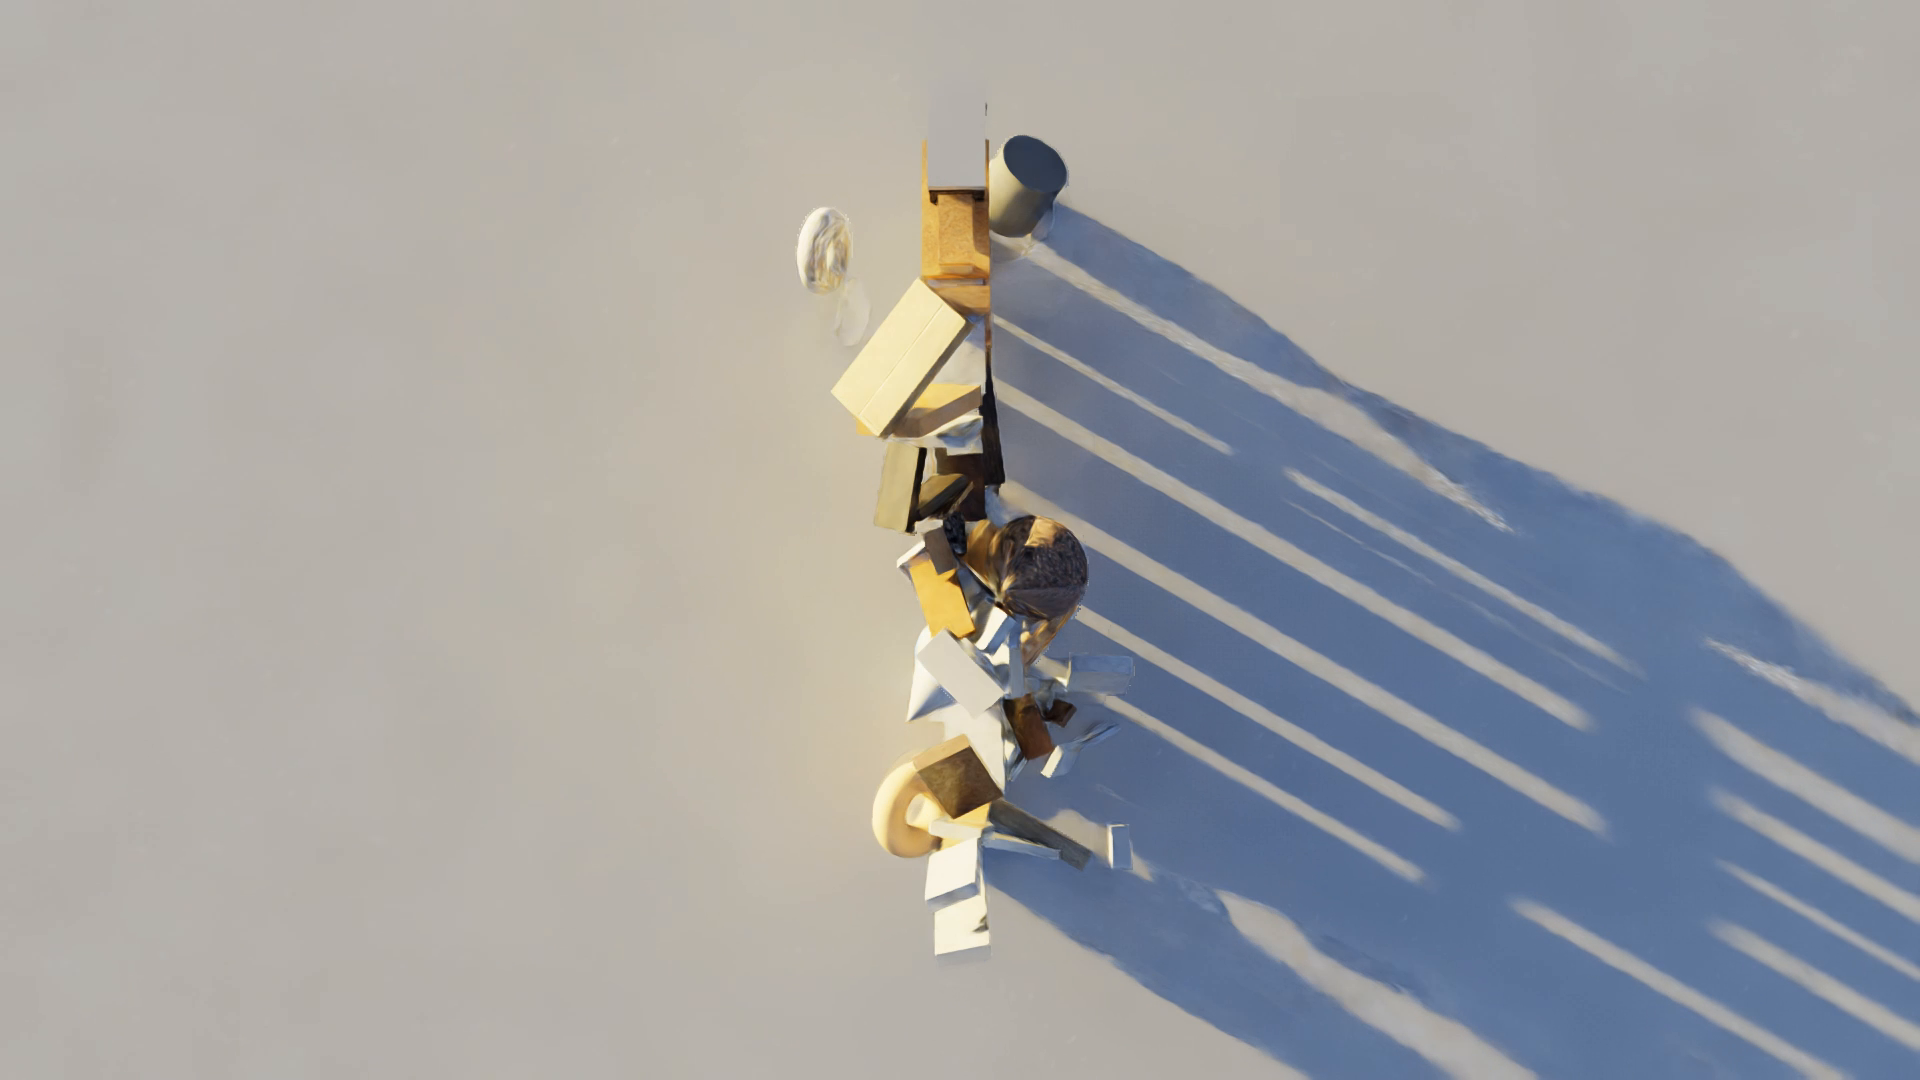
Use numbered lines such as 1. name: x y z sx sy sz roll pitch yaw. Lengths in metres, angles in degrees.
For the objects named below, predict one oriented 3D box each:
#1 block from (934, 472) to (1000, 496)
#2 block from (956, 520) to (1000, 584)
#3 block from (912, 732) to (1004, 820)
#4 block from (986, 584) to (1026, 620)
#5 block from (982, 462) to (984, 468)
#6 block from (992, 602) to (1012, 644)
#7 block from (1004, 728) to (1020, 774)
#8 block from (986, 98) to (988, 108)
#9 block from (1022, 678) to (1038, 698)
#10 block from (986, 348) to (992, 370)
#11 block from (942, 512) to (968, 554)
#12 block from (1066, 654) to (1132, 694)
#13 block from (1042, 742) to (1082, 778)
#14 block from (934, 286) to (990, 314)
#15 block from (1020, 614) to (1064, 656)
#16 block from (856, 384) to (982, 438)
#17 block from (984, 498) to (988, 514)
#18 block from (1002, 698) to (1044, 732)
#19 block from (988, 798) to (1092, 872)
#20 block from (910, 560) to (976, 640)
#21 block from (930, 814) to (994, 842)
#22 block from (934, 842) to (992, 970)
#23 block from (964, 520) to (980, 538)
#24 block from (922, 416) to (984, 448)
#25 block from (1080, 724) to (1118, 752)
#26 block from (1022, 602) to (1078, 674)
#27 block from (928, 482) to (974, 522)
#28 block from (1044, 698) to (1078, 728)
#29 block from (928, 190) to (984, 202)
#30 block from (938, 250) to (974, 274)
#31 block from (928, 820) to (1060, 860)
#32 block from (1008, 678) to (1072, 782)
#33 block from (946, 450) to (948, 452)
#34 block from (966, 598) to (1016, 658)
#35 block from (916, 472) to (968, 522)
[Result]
1. block: 0.016 -0.140 4.617 0.175 0.351 0.050 -7 82 -2
2. block: 0.106 0.059 4.303 0.121 0.034 0.242 -51 127 -4
3. block: -0.004 0.679 4.717 0.166 0.332 0.047 -26 52 3
4. block: 0.118 0.160 4.322 0.127 0.063 0.018 37 85 -15
5. block: 0.017 -0.200 4.302 0.084 0.168 0.024 -4 96 0
6. block: 0.099 0.214 4.273 0.024 0.166 0.083 12 80 15
7. block: 0.086 0.664 5.120 0.170 0.391 0.048 -1 102 13
8. block: -0.017 -1.018 4.639 0.132 1.720 0.037 -6 90 -1
9. block: 0.169 0.475 5.233 0.027 0.204 0.094 24 70 41
10. block: 0.000 -0.516 4.646 0.174 0.347 0.049 -1 73 0
11. block: -0.014 -0.019 4.082 0.054 0.015 0.108 4 68 -23
12. block: 0.389 0.379 4.646 0.166 0.332 0.047 3 75 2
13. block: 0.300 0.642 4.817 0.027 0.189 0.095 30 97 20
14. block: -0.014 -0.565 3.908 0.164 0.329 0.047 -1 95 0
15. block: 0.207 0.254 4.432 0.024 0.083 0.166 41 133 -10
16. block: -0.093 -0.309 3.901 0.164 0.329 0.047 5 110 26
17. block: 0.030 -0.077 4.318 0.084 0.171 0.024 -19 85 -1
18. block: 0.116 0.513 5.061 0.170 0.339 0.048 -22 65 16
19. block: 0.256 0.975 5.490 0.382 0.020 0.070 30 90 0
20. block: -0.042 0.148 4.054 0.105 0.030 0.210 -22 70 8
21. block: 0.008 0.849 4.852 0.145 0.290 0.041 9 85 10
22. block: 0.003 1.052 4.897 0.145 1.206 0.041 -11 93 0
23. block: -0.011 0.010 4.267 0.034 0.242 0.121 36 102 10
24. block: -0.016 -0.269 4.074 0.103 0.207 0.029 2 109 13
25. block: 0.453 0.651 5.426 0.140 0.070 0.020 -29 88 -1
26. block: 0.201 0.328 4.811 0.063 0.611 0.018 -1 62 -22
27. block: -0.022 -0.098 4.107 0.054 0.189 0.015 -8 113 25
28. block: 0.292 0.550 5.357 0.021 0.230 0.076 46 74 -25
29. block: -0.008 -0.848 3.912 0.132 0.264 0.037 0 89 0
30. block: -0.009 -0.669 3.962 0.081 0.161 0.023 -1 87 0
31. block: 0.114 0.960 5.274 0.483 0.113 0.032 19 86 -40
32. block: 0.249 0.617 5.392 0.396 0.072 0.020 -54 126 -23
33. block: 0.008 -0.254 4.299 0.090 0.180 0.026 -4 99 0
34. block: 0.067 0.214 4.053 0.030 0.210 0.105 34 89 -19
35. block: -0.081 -0.105 4.102 0.104 0.220 0.029 -4 113 36
